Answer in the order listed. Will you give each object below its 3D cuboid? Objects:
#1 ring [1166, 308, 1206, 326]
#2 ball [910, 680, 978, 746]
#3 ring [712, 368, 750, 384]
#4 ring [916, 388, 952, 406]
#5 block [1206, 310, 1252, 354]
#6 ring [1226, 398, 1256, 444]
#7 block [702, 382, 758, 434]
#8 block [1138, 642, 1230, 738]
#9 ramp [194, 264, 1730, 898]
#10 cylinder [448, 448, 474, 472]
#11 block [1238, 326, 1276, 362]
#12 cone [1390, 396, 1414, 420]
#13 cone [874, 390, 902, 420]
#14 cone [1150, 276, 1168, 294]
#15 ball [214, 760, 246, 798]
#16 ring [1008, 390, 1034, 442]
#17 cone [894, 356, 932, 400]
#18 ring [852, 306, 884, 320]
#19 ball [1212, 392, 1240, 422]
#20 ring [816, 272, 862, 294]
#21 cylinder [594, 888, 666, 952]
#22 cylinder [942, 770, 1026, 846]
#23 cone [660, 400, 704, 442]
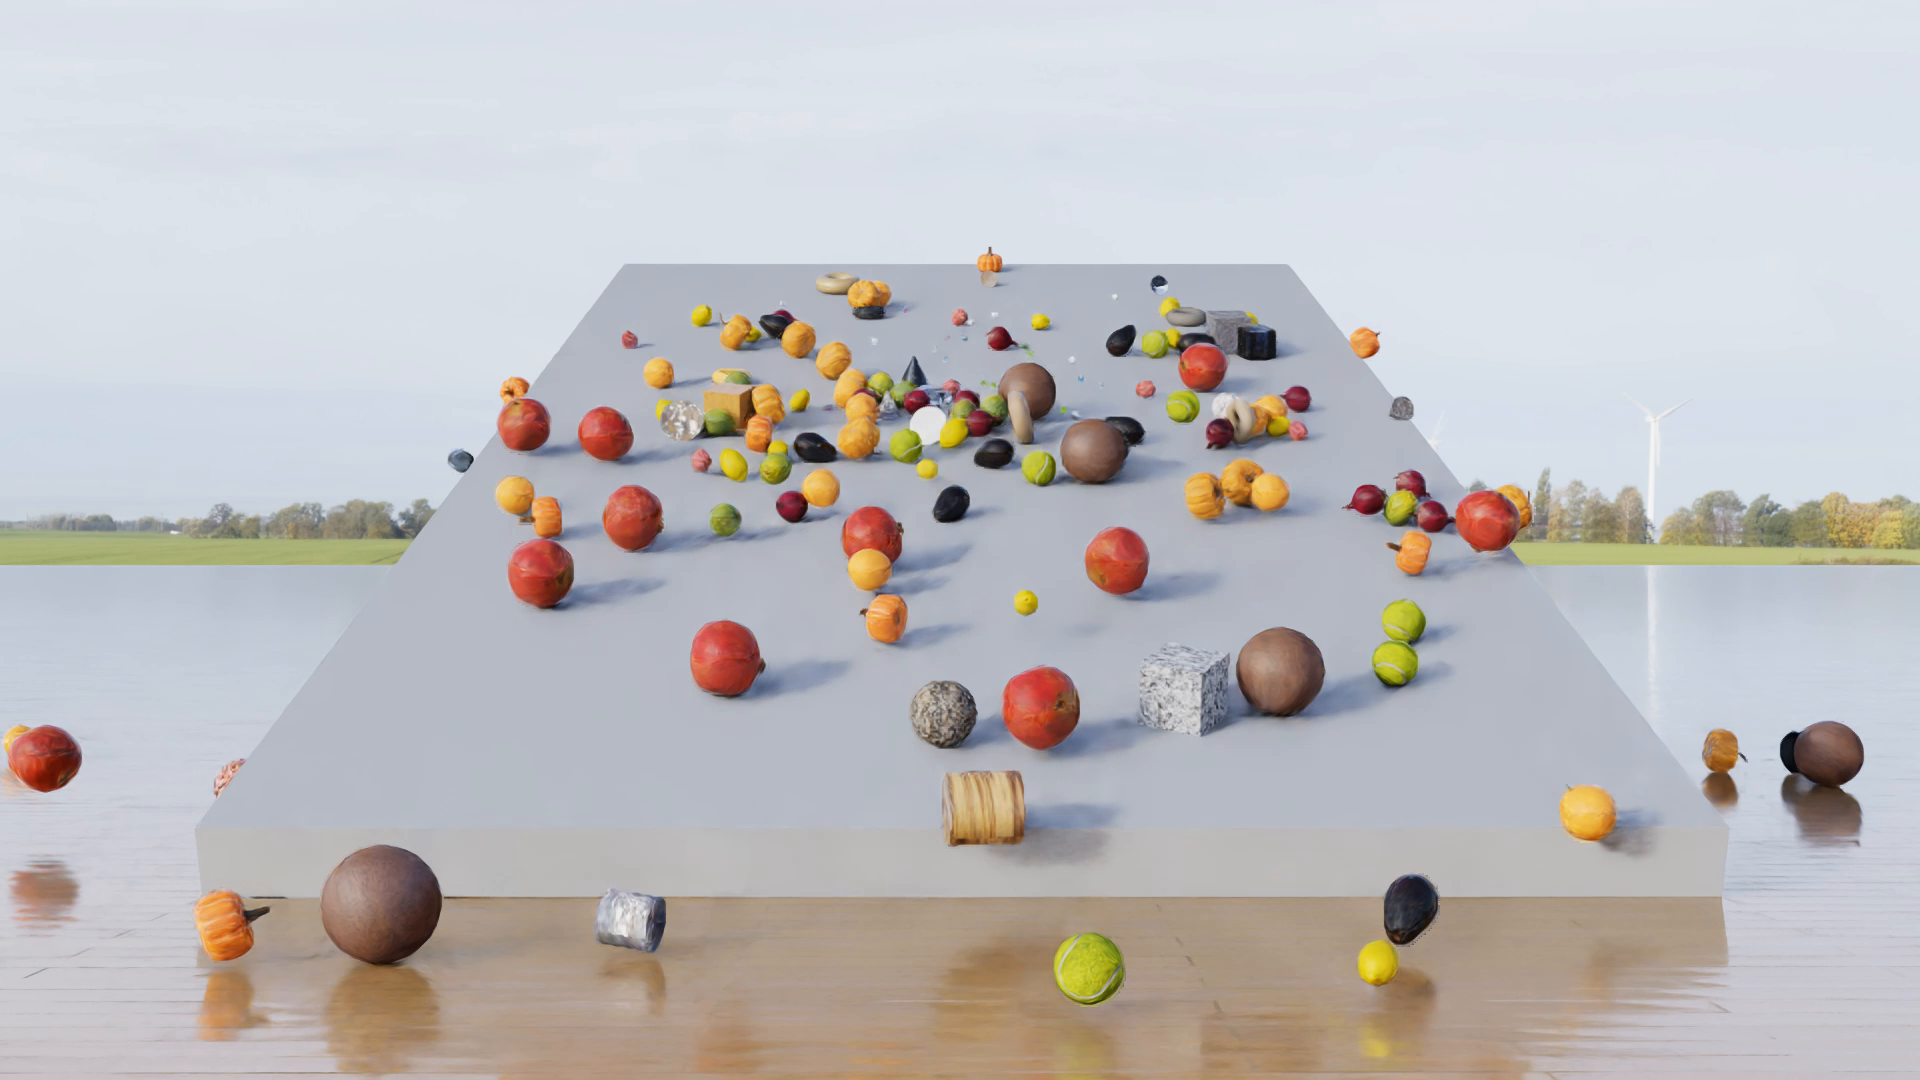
[{"bbox_3d":[0.597,-0.589,5.894,0.107,0.036,0.107,0,19,0],"label":"ring"},{"bbox_3d":[-0.023,0.245,3.158,0.095,0.095,0.095,0,0,0],"label":"ball"},{"bbox_3d":[-0.538,-0.384,5.252,0.088,0.029,0.088,1,19,0],"label":"ring"},{"bbox_3d":[-0.059,-0.327,5.078,0.083,0.028,0.083,1,16,0],"label":"ring"},{"bbox_3d":[0.672,-0.519,5.581,0.091,0.091,0.091,-2,18,-6],"label":"block"},{"bbox_3d":[0.592,-0.250,4.714,0.033,0.098,0.098,-6,2,-21],"label":"ring"},{"bbox_3d":[-0.500,-0.288,4.853,0.087,0.087,0.087,6,19,19],"label":"block"},{"bbox_3d":[0.326,0.217,3.246,0.097,0.097,0.097,10,20,28],"label":"block"},{"bbox_3d":[-0.003,-0.181,4.827,2.000,0.100,4.000,0,18,0],"label":"ramp"},{"bbox_3d":[-1.240,-0.197,5.541,0.053,0.053,0.053,0,10,-26],"label":"cylinder"},{"bbox_3d":[0.733,-0.487,5.513,0.071,0.071,0.071,-5,18,-16],"label":"block"},{"bbox_3d":[0.968,-0.286,4.954,0.057,0.057,0.057,0,-11,-24],"label":"cone"},{"bbox_3d":[-0.161,-0.305,4.946,0.064,0.064,0.064,0,18,0],"label":"cone"},{"bbox_3d":[0.551,-0.713,6.305,0.055,0.055,0.055,0,-12,-23],"label":"cone"},{"bbox_3d":[-1.253,0.431,3.896,0.095,0.095,0.095,0,0,0],"label":"ball"},{"bbox_3d":[0.129,-0.263,4.736,0.038,0.115,0.115,-14,-2,5],"label":"ring"},{"bbox_3d":[-0.105,-0.381,5.135,0.095,0.095,0.095,0,18,0],"label":"cone"},{"bbox_3d":[-0.245,-0.608,5.962,0.086,0.029,0.086,-1,13,0],"label":"ring"},{"bbox_3d":[0.579,-0.288,4.833,0.066,0.066,0.066,0,0,0],"label":"ball"},{"bbox_3d":[-0.342,-0.726,6.309,0.134,0.045,0.134,0,19,0],"label":"ring"},{"bbox_3d":[-0.370,0.427,2.506,0.061,0.061,0.061,7,1,13],"label":"cylinder"},{"bbox_3d":[0.029,0.342,2.848,0.094,0.094,0.094,0,0,-8],"label":"cylinder"},{"bbox_3d":[-0.597,-0.248,4.804,0.091,0.091,0.091,0,-9,-4],"label":"cone"}]
